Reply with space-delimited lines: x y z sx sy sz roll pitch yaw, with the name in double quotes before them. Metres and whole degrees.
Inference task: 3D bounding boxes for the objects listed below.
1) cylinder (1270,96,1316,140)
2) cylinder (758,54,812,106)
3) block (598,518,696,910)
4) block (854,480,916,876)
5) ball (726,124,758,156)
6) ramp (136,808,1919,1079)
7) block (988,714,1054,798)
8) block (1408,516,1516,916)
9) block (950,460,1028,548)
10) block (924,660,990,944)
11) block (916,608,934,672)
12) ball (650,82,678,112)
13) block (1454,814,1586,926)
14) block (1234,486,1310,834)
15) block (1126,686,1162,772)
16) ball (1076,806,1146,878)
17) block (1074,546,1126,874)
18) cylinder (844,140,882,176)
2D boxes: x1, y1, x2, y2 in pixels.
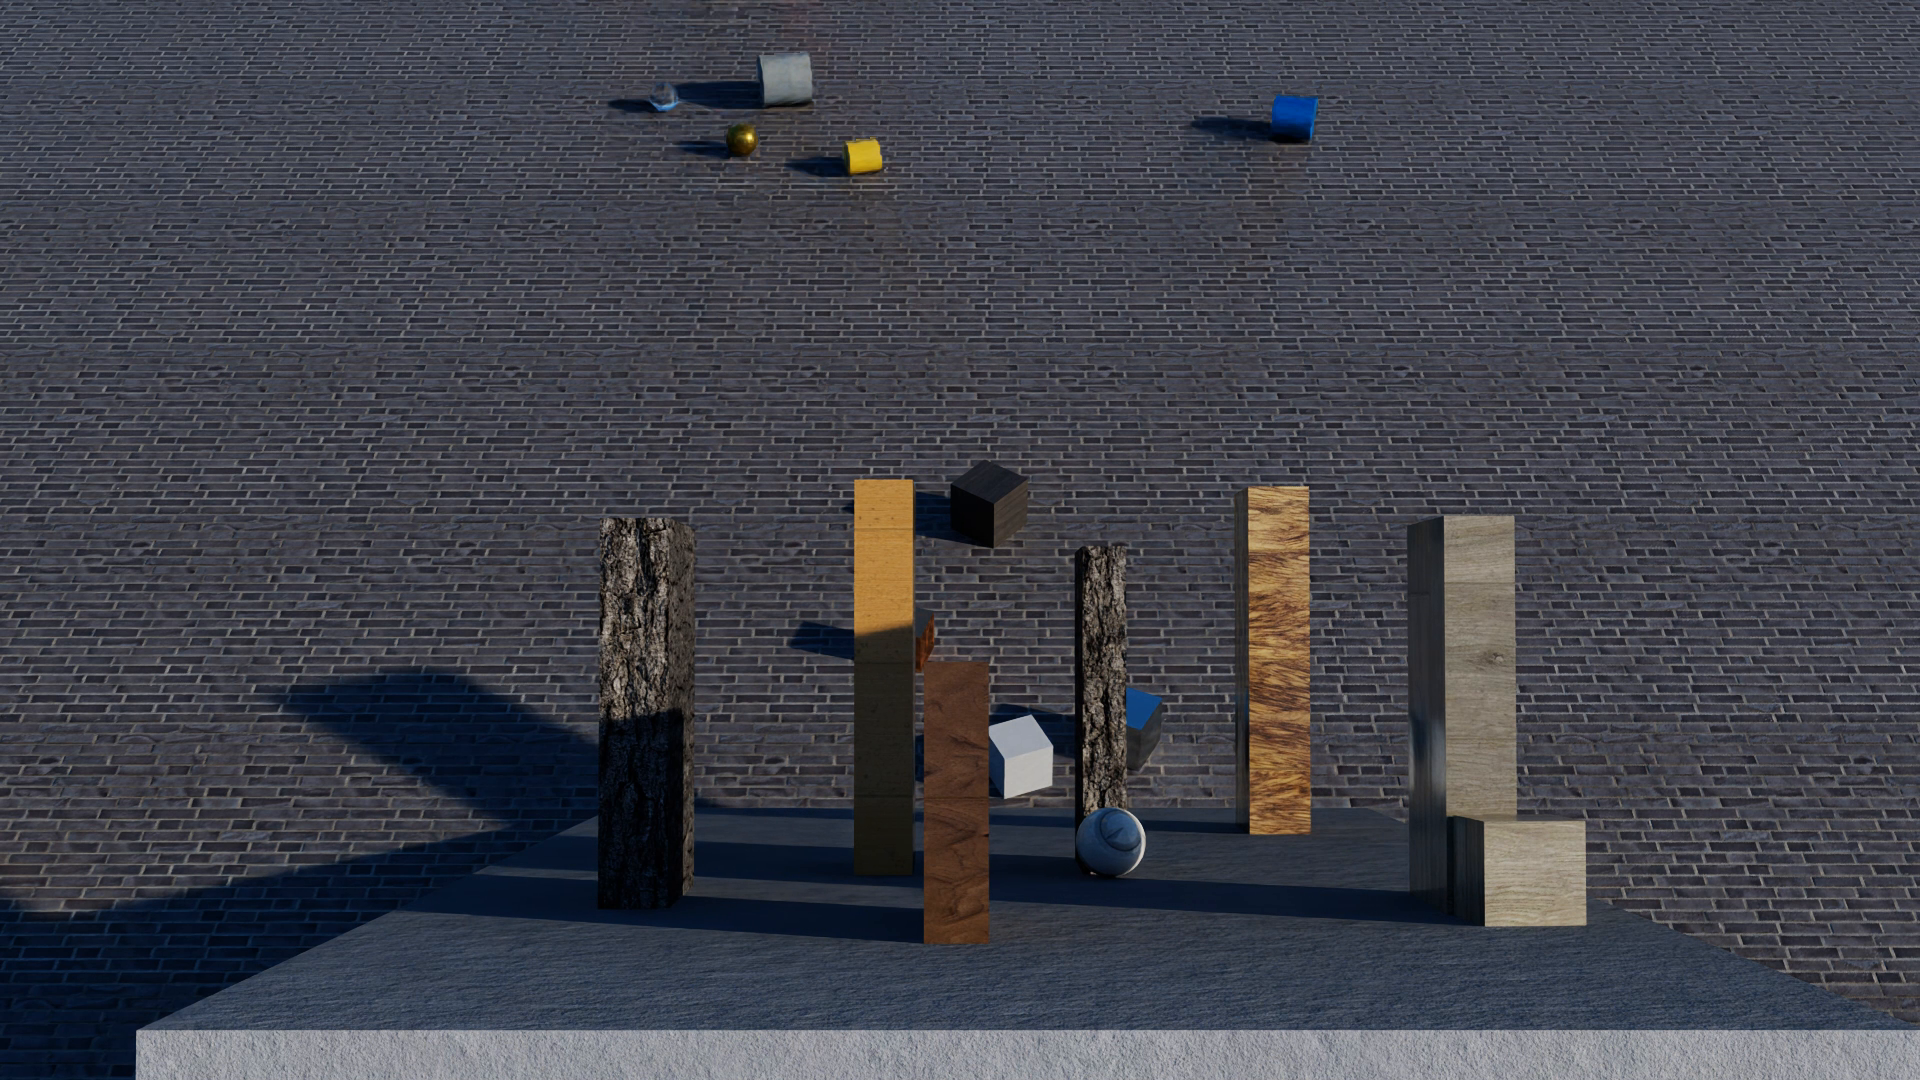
"cylinder" 1.293 -1.636 10.080 0.155 0.155 0.155 8 37 11
"cylinder" -0.692 -1.822 10.300 0.192 0.192 0.192 -6 37 -8
"block" -0.534 0.292 4.463 0.114 0.639 0.420 0 -2 0
"block" -0.144 0.263 5.044 0.110 0.742 0.313 0 -2 0
"ball" -0.835 -1.535 9.970 0.123 0.123 0.123 0 36 0
"ramp" 0.080 0.679 4.900 2.000 0.100 4.000 0 -2 0
"block" 0.158 0.589 7.077 0.142 0.142 0.142 -14 39 -18
"block" 0.833 0.287 4.334 0.113 0.638 0.345 0 -2 0
"block" 0.089 -0.112 8.004 0.169 0.169 0.169 25 43 30
"block" -0.005 0.389 3.981 0.094 0.405 0.441 0 -2 0
"block" -0.156 0.283 7.502 0.130 0.130 0.130 10 38 13
"ball" -1.167 -1.749 10.268 0.114 0.114 0.114 0 36 0
"block" 0.874 0.515 4.069 0.160 0.160 0.160 0 -2 -6
"block" 0.730 0.280 6.098 0.139 0.795 0.302 0 -2 0
"block" 0.457 0.515 7.169 0.151 0.151 0.151 16 39 21
"ball" 0.280 0.561 4.831 0.130 0.130 0.130 0 36 0
"block" 0.273 0.327 5.077 0.083 0.617 0.340 0 -2 0
"cylinder" -0.370 -1.450 9.856 0.120 0.120 0.120 -10 38 -13
